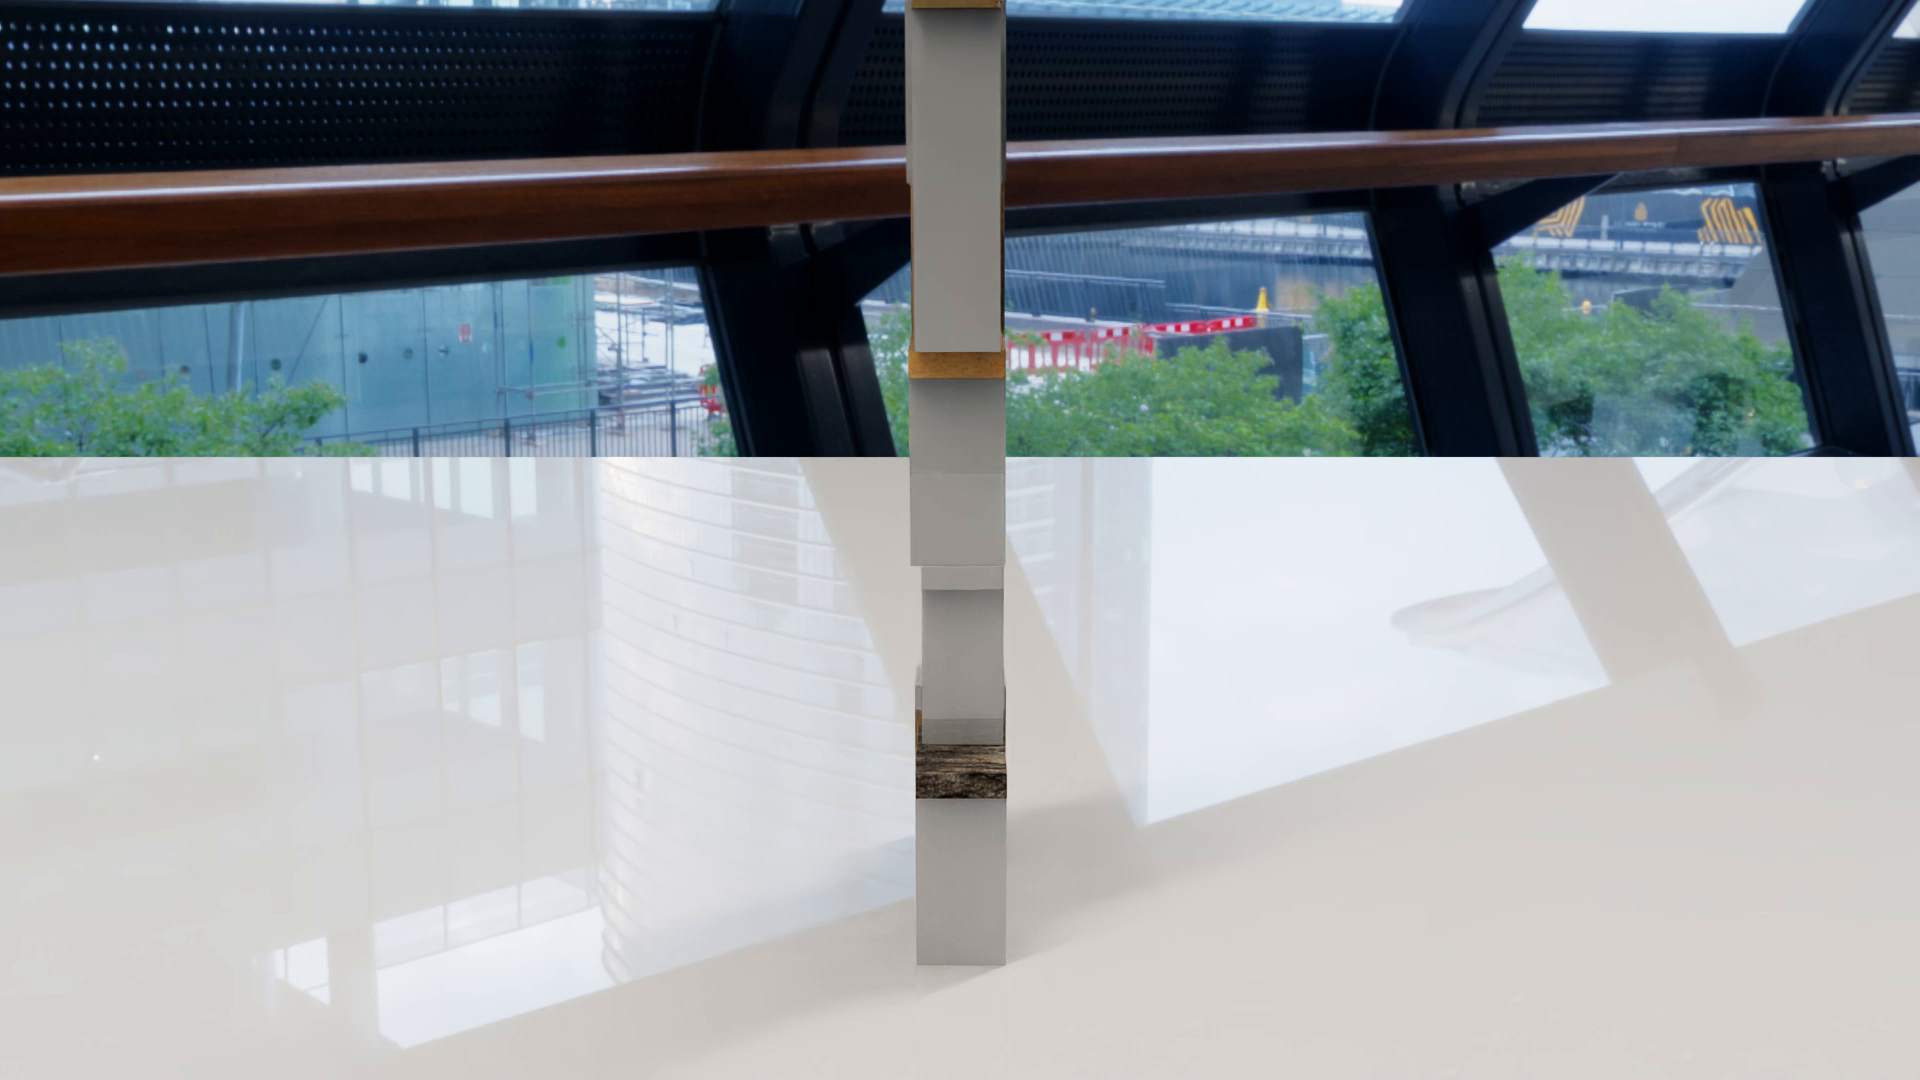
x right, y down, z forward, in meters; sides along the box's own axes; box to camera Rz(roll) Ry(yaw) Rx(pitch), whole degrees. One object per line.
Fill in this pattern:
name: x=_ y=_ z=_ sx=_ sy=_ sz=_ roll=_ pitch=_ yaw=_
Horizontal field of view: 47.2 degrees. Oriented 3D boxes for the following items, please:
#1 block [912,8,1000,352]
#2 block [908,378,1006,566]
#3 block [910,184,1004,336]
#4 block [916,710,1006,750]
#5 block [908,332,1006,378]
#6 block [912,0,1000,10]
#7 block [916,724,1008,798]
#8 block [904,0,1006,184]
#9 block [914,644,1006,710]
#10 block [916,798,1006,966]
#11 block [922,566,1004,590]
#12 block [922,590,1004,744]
block: x=-0.004 y=-0.522 z=3.214 sx=0.127 sy=0.492 sz=0.036 roll=0 pitch=11 yaw=0
block: x=-0.004 y=-0.107 z=3.346 sx=0.145 sy=0.291 sz=0.041 roll=0 pitch=11 yaw=0
block: x=-0.004 y=-0.554 z=3.698 sx=0.157 sy=0.728 sz=0.044 roll=0 pitch=10 yaw=0
block: x=0.001 y=0.423 z=3.734 sx=0.152 sy=0.304 sz=0.043 roll=0 pitch=11 yaw=0
block: x=-0.005 y=-0.288 z=3.411 sx=0.145 sy=0.041 sz=0.291 roll=0 pitch=11 yaw=0
block: x=-0.006 y=-0.797 z=3.249 sx=0.127 sy=0.036 sz=0.254 roll=0 pitch=11 yaw=0
block: x=0.002 y=0.341 z=3.408 sx=0.136 sy=0.039 sz=0.273 roll=0 pitch=11 yaw=0
block: x=-0.006 y=-0.719 z=3.454 sx=0.157 sy=0.314 sz=0.044 roll=0 pitch=9 yaw=0
block: x=0.001 y=0.234 z=3.802 sx=0.152 sy=0.043 sz=0.304 roll=0 pitch=11 yaw=0
block: x=0.002 y=0.511 z=3.347 sx=0.136 sy=0.273 sz=0.039 roll=0 pitch=11 yaw=0
block: x=0.003 y=0.035 z=3.475 sx=0.126 sy=0.036 sz=0.252 roll=0 pitch=11 yaw=0
block: x=0.004 y=0.192 z=3.418 sx=0.126 sy=0.252 sz=0.036 roll=0 pitch=11 yaw=0
